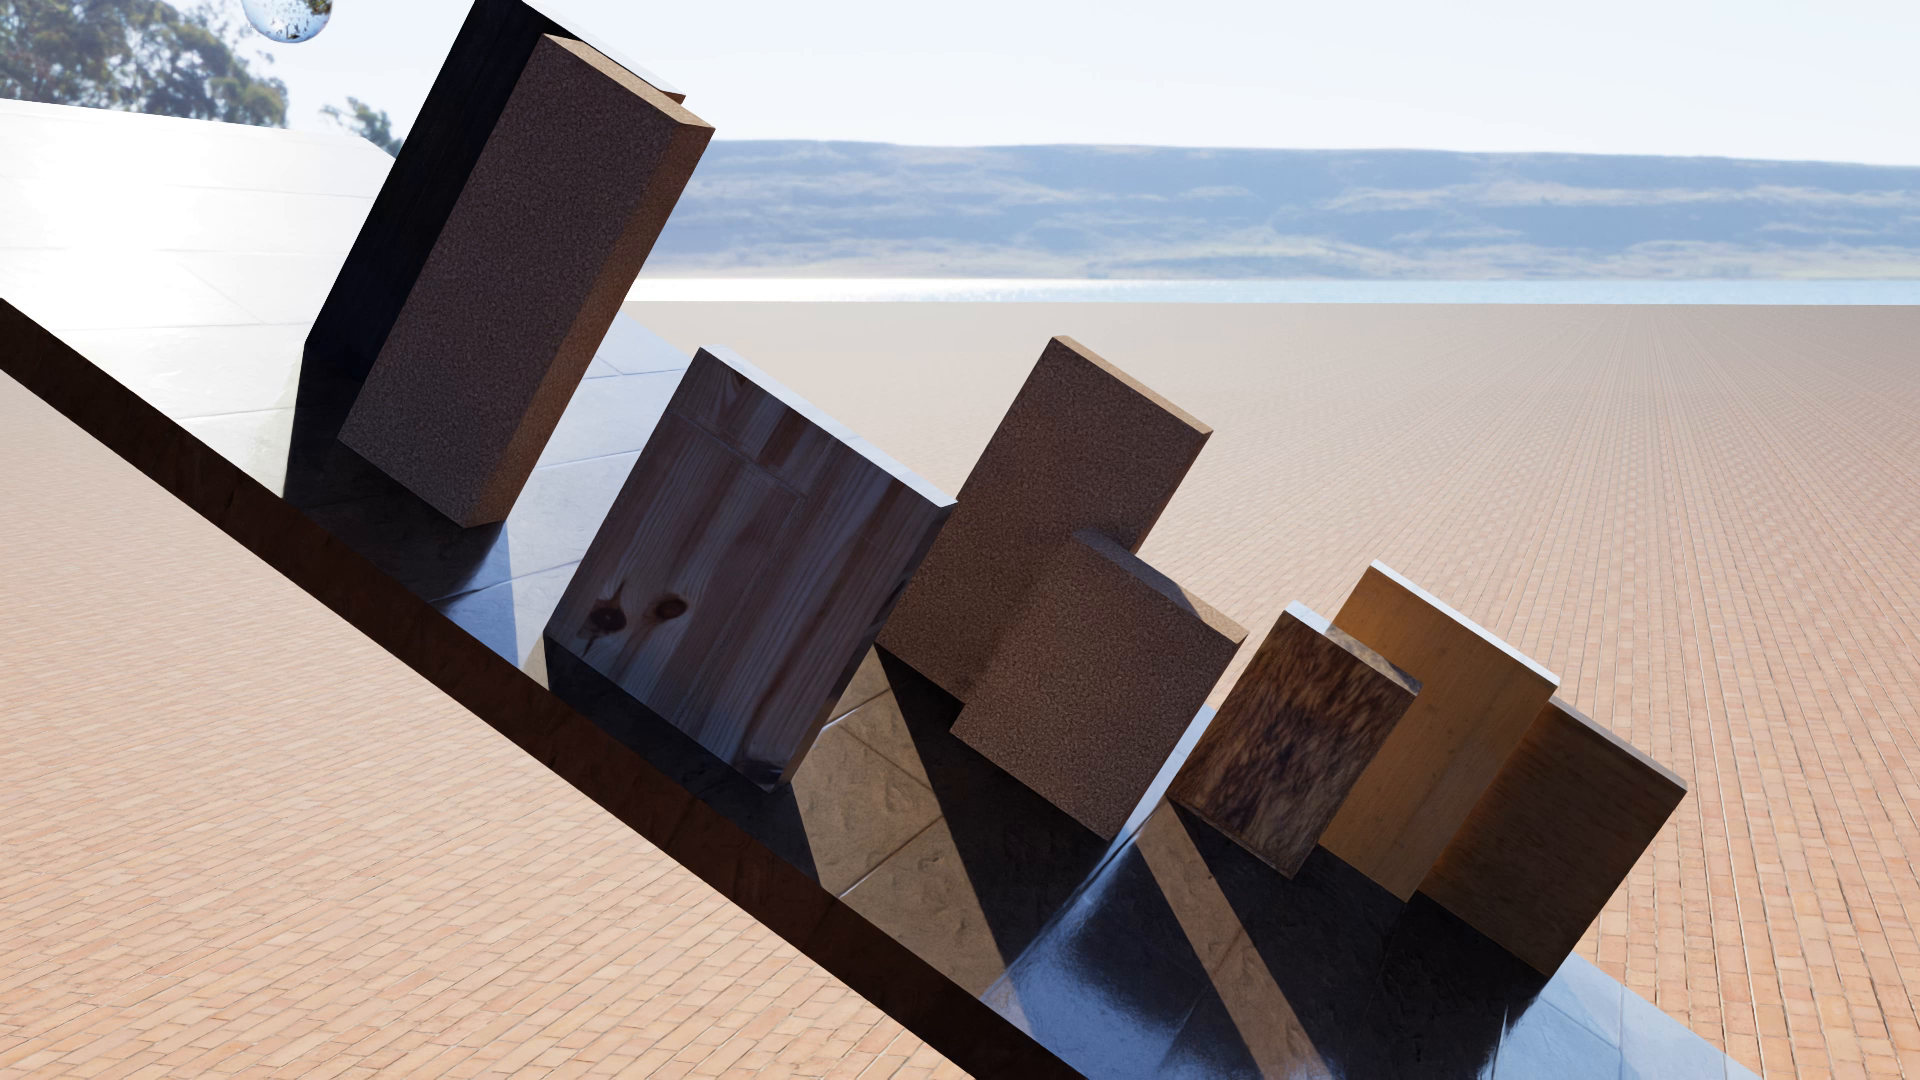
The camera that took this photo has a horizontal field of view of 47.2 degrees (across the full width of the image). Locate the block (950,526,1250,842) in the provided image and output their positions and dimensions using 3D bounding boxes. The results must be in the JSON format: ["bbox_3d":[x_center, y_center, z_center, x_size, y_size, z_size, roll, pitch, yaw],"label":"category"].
[{"bbox_3d":[0.246,0.252,3.902,0.344,0.426,0.134,34,15,11],"label":"block"}]

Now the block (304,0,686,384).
[{"bbox_3d":[-0.819,-0.558,3.849,0.375,0.730,0.108,34,15,11],"label":"block"}]

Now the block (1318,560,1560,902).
[{"bbox_3d":[0.877,0.387,4.475,0.435,0.541,0.097,34,15,11],"label":"block"}]

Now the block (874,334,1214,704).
[{"bbox_3d":[0.148,-0.007,4.078,0.327,0.669,0.107,34,15,11],"label":"block"}]

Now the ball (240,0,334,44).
[{"bbox_3d":[-1.305,-1.052,4.267,0.175,0.175,0.175,0,7,0],"label":"ball"}]

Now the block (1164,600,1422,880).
[{"bbox_3d":[0.642,0.383,4.239,0.292,0.434,0.137,34,15,11],"label":"block"}]

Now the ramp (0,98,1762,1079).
[{"bbox_3d":[-0.158,0.261,4.115,4.000,0.100,2.000,34,15,11],"label":"ramp"}]

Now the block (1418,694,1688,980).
[{"bbox_3d":[1.200,0.597,4.538,0.365,0.483,0.095,34,15,11],"label":"block"}]

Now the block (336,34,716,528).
[{"bbox_3d":[-0.706,-0.412,3.558,0.271,0.749,0.141,34,15,11],"label":"block"}]

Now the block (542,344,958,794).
[{"bbox_3d":[-0.321,0.042,3.299,0.435,0.514,0.085,34,15,11],"label":"block"}]
